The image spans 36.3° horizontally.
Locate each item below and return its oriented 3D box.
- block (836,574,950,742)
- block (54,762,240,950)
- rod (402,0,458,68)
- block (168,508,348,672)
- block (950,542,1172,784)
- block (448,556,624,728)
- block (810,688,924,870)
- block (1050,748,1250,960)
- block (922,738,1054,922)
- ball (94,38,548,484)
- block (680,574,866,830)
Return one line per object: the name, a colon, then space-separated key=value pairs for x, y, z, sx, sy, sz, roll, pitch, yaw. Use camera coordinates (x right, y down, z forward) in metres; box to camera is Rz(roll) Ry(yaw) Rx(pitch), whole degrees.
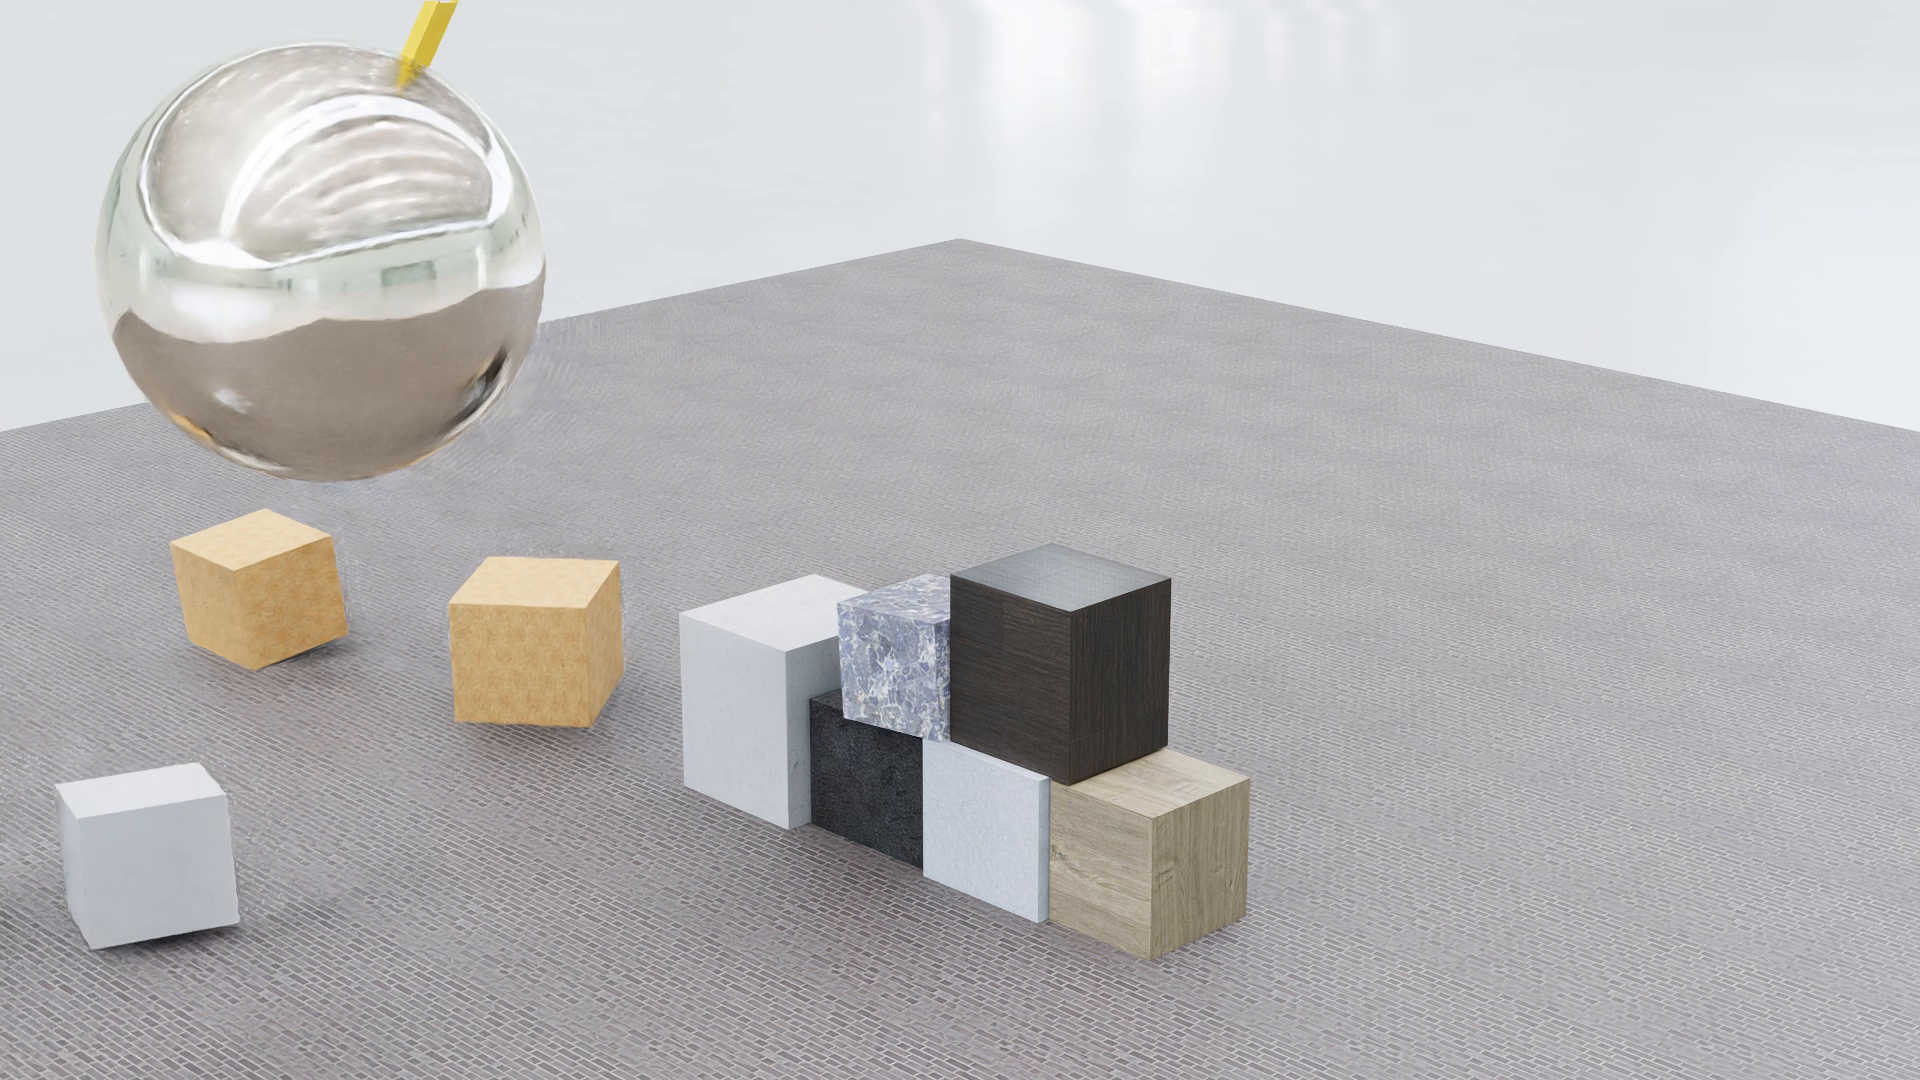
block: x=-0.123 y=0.534 z=13.520 sx=0.617 sy=0.554 sz=0.599 roll=11 pitch=20 yaw=42
block: x=-3.572 y=1.376 z=12.877 sx=0.630 sy=0.584 sz=0.623 roll=-8 pitch=12 yaw=-24
rod: x=-0.997 y=-4.122 z=11.001 sx=0.080 sy=5.200 sz=0.080 roll=17 pitch=-9 yaw=42
block: x=-3.916 y=0.270 z=16.376 sx=0.617 sy=0.599 sz=0.701 roll=-24 pitch=28 yaw=-38
block: x=0.445 y=0.537 z=13.065 sx=0.655 sy=0.792 sz=0.726 roll=-17 pitch=24 yaw=-42
block: x=-2.237 y=0.532 z=15.550 sx=0.721 sy=0.658 sz=0.783 roll=2 pitch=18 yaw=6
block: x=-0.188 y=1.067 z=13.886 sx=0.674 sy=0.639 sz=0.805 roll=-17 pitch=24 yaw=-42
block: x=0.833 y=1.361 z=12.911 sx=0.645 sy=0.662 sz=0.594 roll=-17 pitch=24 yaw=-42
block: x=0.364 y=1.212 z=13.364 sx=0.722 sy=0.675 sz=0.784 roll=17 pitch=24 yaw=42
ball: x=-2.302 y=-1.006 z=10.613 sx=1.600 sy=1.600 sz=1.600 roll=0 pitch=17 yaw=0
block: x=-0.776 y=0.776 z=14.374 sx=0.875 sy=0.901 sz=0.779 roll=-16 pitch=24 yaw=-42
